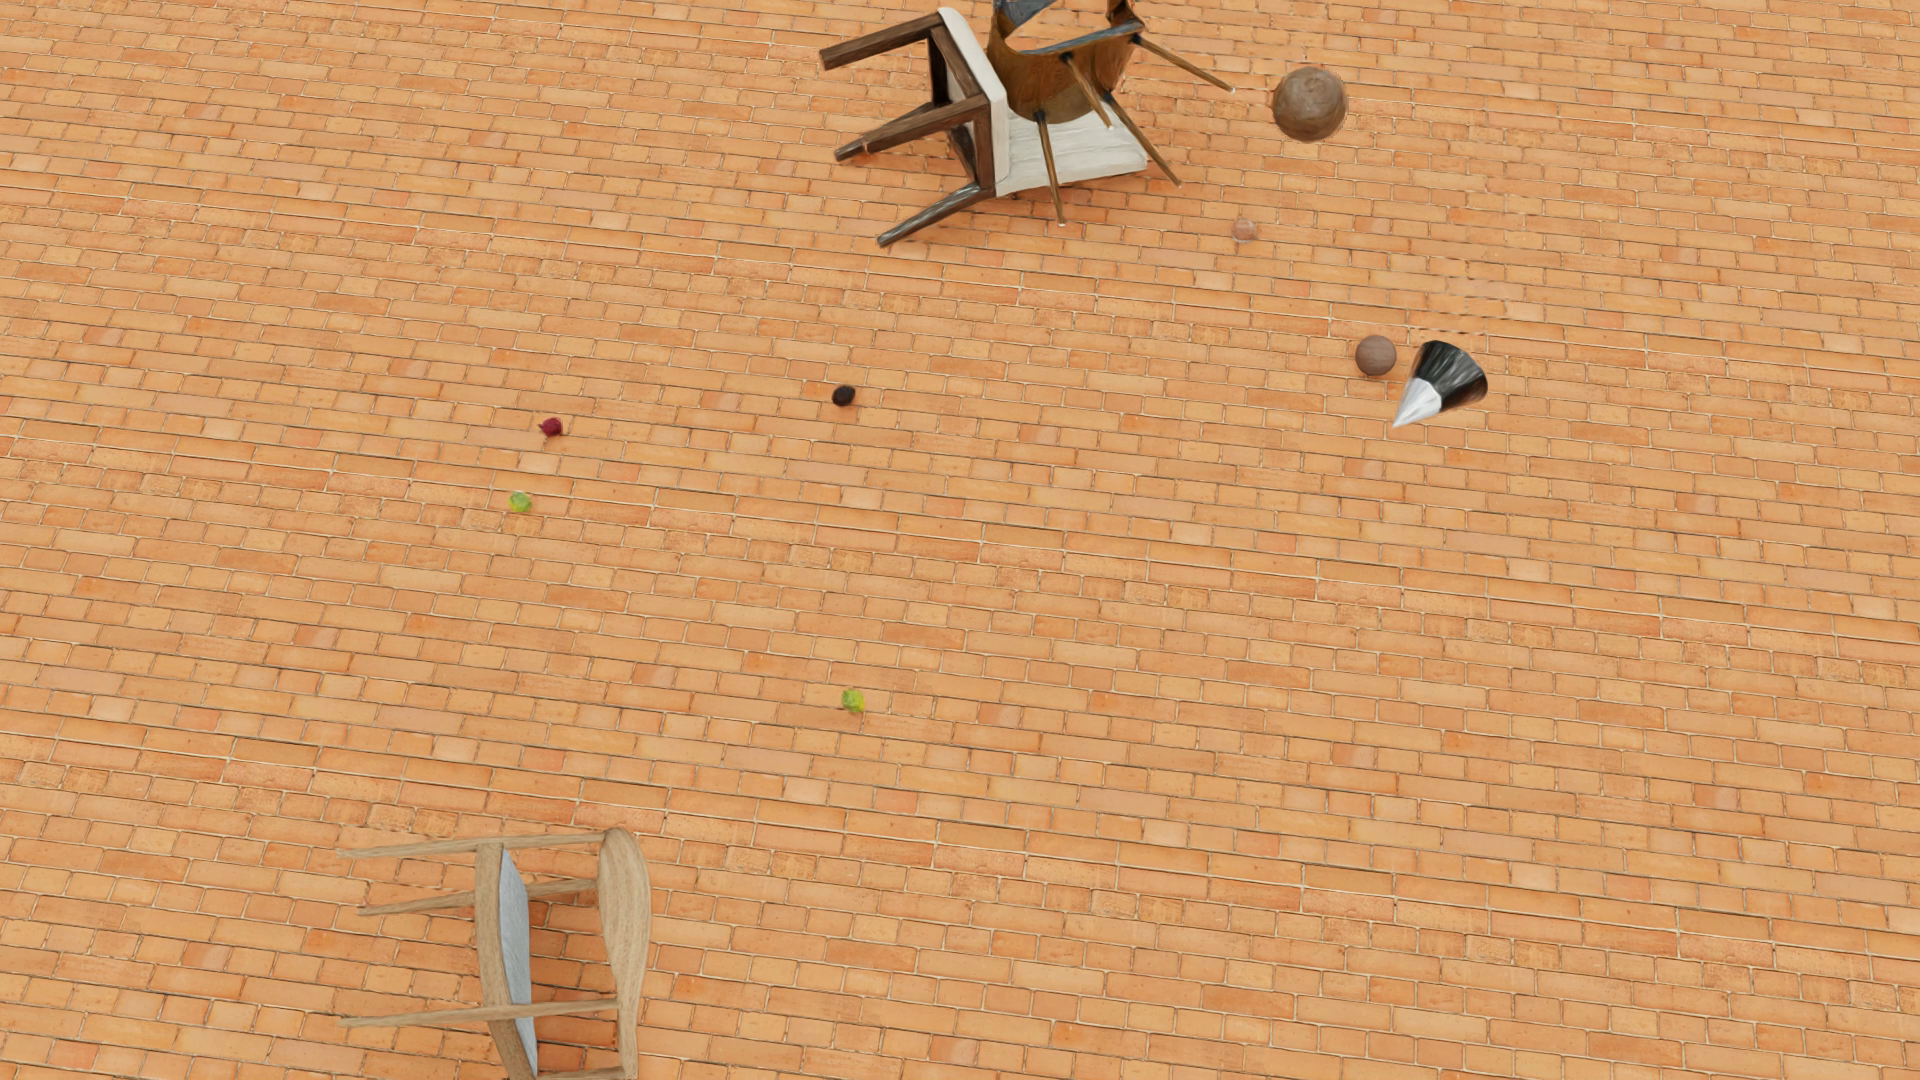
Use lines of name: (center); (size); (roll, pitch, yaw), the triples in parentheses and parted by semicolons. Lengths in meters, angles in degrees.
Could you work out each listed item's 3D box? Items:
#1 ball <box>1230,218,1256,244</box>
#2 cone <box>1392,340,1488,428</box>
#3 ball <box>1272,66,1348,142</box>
ball: (0.929, -1.014, 7.205); (0.083, 0.083, 0.083); (0, 56, 0)
cone: (1.293, -0.392, 6.163); (0.254, 0.290, 0.223); (-42, 102, -17)
ball: (1.109, -1.383, 6.983); (0.237, 0.237, 0.237); (0, 56, 0)
